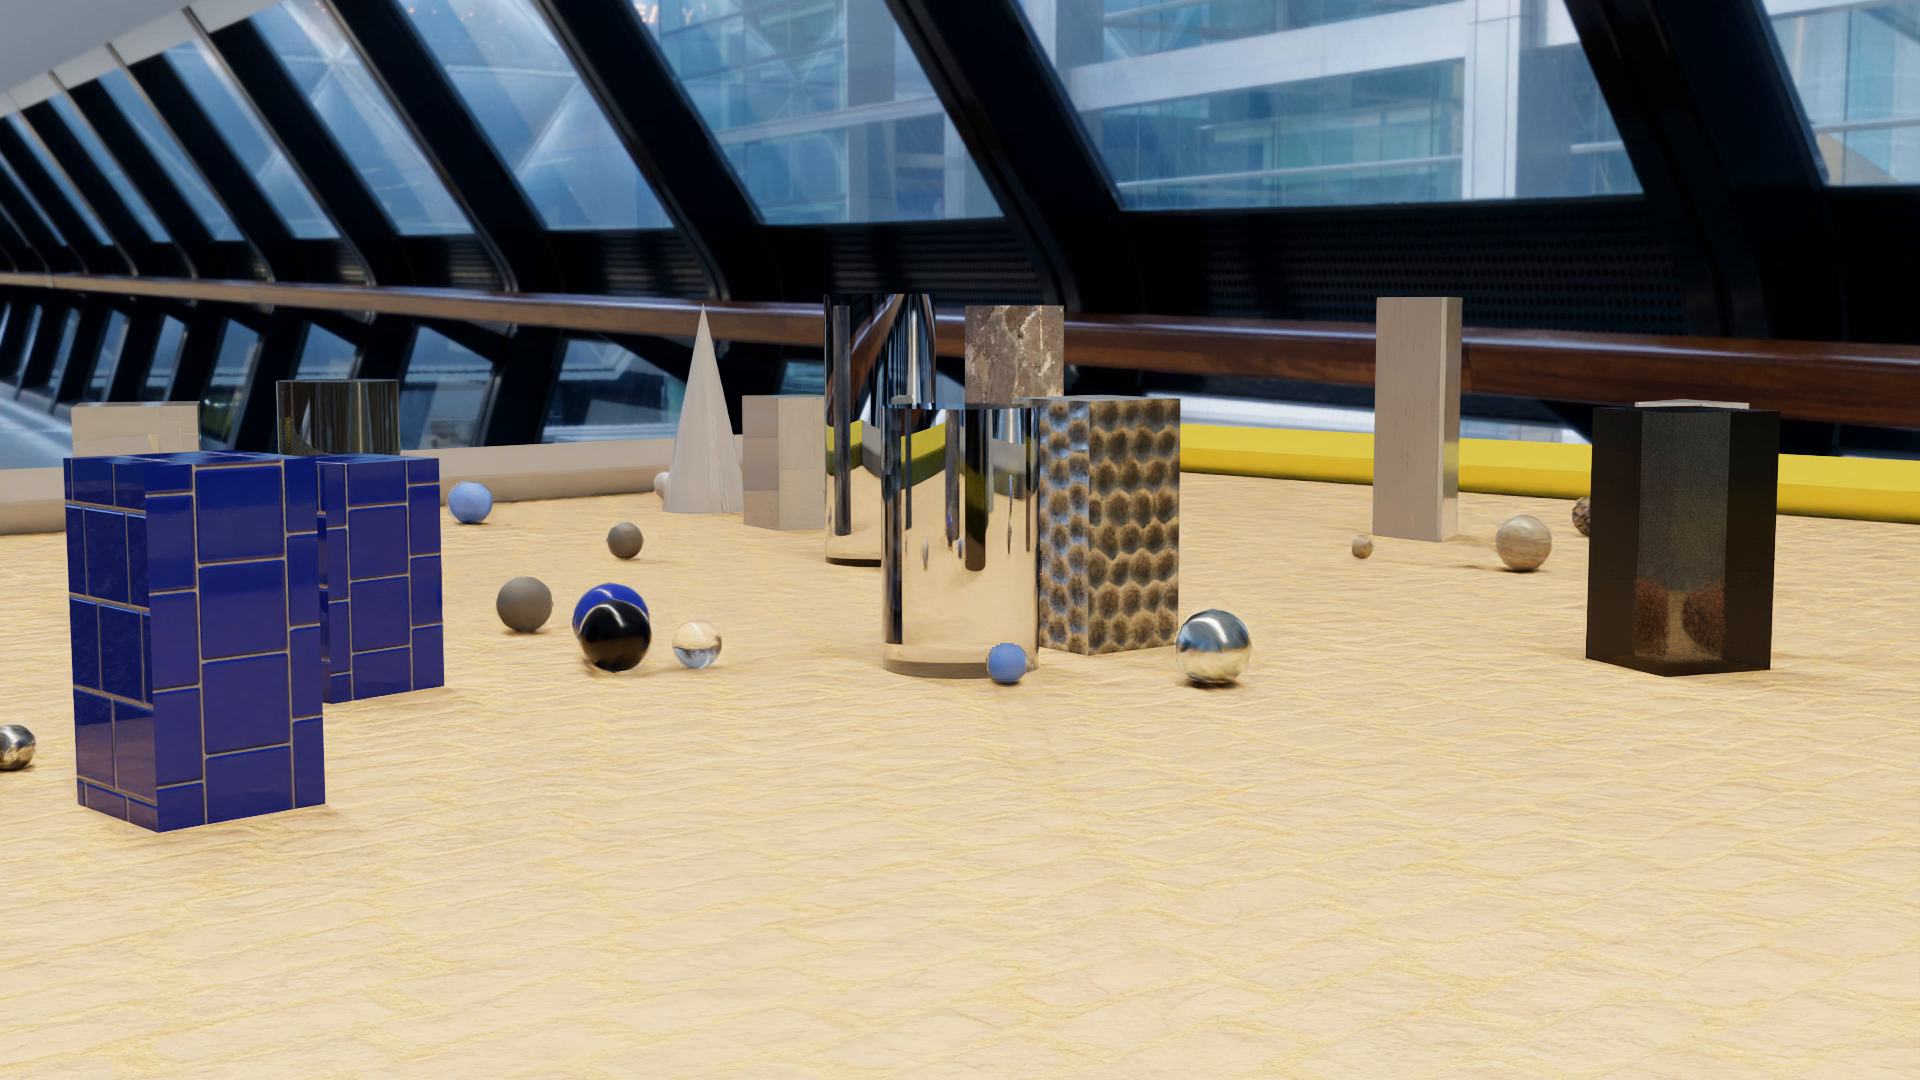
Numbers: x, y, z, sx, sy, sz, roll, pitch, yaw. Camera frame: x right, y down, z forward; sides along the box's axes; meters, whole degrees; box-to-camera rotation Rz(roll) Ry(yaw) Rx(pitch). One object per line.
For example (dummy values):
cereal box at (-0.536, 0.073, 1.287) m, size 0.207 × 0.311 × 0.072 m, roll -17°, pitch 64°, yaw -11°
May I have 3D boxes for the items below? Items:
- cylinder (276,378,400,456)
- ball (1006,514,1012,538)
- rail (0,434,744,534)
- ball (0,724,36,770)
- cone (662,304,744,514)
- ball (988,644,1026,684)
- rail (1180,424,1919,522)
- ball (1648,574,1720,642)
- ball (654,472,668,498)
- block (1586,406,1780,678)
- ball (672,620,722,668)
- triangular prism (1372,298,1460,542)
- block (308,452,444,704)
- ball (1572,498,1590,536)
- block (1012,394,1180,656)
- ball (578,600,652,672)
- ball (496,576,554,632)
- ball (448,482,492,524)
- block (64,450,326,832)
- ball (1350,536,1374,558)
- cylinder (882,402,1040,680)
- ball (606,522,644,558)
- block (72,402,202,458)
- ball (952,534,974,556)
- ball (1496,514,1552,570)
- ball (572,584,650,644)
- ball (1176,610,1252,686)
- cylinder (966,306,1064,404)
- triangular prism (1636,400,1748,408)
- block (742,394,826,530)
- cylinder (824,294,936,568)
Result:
cylinder at (-1.040, -0.104, 3.693) m, size 0.198 × 0.328 × 0.198 m, roll 0°, pitch 6°, yaw 0°
ball at (0.122, -0.026, 4.206) m, size 0.068 × 0.068 × 0.068 m, roll 0°, pitch 6°, yaw 0°
rail at (-1.379, -0.122, 4.818) m, size 4.714 × 0.128 × 0.045 m, roll -5°, pitch 8°, yaw -42°
ball at (-0.922, 0.201, 2.138) m, size 0.044 × 0.044 × 0.044 m, roll 0°, pitch 6°, yaw 0°
cone at (-0.570, -0.297, 4.904) m, size 0.198 × 0.461 × 0.198 m, roll 0°, pitch 6°, yaw 0°
ball at (0.057, 0.149, 2.634) m, size 0.046 × 0.046 × 0.046 m, roll 0°, pitch 6°, yaw 0°
rail at (1.715, -0.131, 4.906) m, size 0.045 × 0.128 × 4.113 m, roll -5°, pitch 8°, yaw -42°
ball at (0.972, 0.091, 2.956) m, size 0.093 × 0.093 × 0.093 m, roll 0°, pitch 6°, yaw 0°
ball at (-0.694, -0.129, 5.206) m, size 0.064 × 0.064 × 0.064 m, roll 0°, pitch 6°, yaw 0°
block at (0.906, -0.003, 2.763) m, size 0.158 × 0.322 × 0.158 m, roll -2°, pitch 6°, yaw -20°
ball at (-0.328, 0.130, 2.743) m, size 0.061 × 0.061 × 0.061 m, roll 0°, pitch 6°, yaw 0°
triangular prism at (0.931, -0.241, 4.325) m, size 0.148 × 0.470 × 0.171 m, roll -5°, pitch 7°, yaw -37°
block at (-0.725, 0.040, 2.591) m, size 0.158 × 0.271 × 0.158 m, roll 5°, pitch 8°, yaw 39°
ball at (1.253, -0.047, 4.363) m, size 0.076 × 0.076 × 0.076 m, roll 0°, pitch 6°, yaw 0°
block at (0.181, -0.025, 2.937) m, size 0.158 × 0.329 × 0.158 m, roll -5°, pitch 7°, yaw -37°
ball at (-0.425, 0.118, 2.714) m, size 0.090 × 0.090 × 0.090 m, roll 0°, pitch 6°, yaw 0°
ball at (-0.604, 0.089, 3.053) m, size 0.077 × 0.077 × 0.077 m, roll 0°, pitch 6°, yaw 0°
ball at (-1.022, -0.077, 4.592) m, size 0.089 × 0.089 × 0.089 m, roll 0°, pitch 6°, yaw 0°
block at (-0.687, 0.083, 1.975) m, size 0.158 × 0.314 × 0.158 m, roll 6°, pitch 8°, yaw 44°
ball at (0.723, 0.014, 3.954) m, size 0.040 × 0.040 × 0.040 m, roll 0°, pitch 6°, yaw 0°
cylinder at (0.000, -0.004, 2.746) m, size 0.198 × 0.327 × 0.198 m, roll 0°, pitch 6°, yaw 0°
ball at (-0.602, 0.001, 3.953) m, size 0.065 × 0.065 × 0.065 m, roll 0°, pitch 6°, yaw 0°
block at (-1.128, -0.029, 3.033) m, size 0.158 × 0.317 × 0.158 m, roll -2°, pitch 6°, yaw -18°
ball at (0.005, 0.008, 3.999) m, size 0.042 × 0.042 × 0.042 m, roll 0°, pitch 6°, yaw 0°
ball at (0.967, 0.005, 3.772) m, size 0.096 × 0.096 × 0.096 m, roll 0°, pitch 6°, yaw 0°
ball at (-0.445, 0.104, 2.809) m, size 0.098 × 0.098 × 0.098 m, roll 0°, pitch 6°, yaw 0°
ball at (0.302, 0.128, 2.620) m, size 0.091 × 0.091 × 0.091 m, roll 0°, pitch 6°, yaw 0°
cylinder at (0.109, -0.241, 4.405) m, size 0.198 × 0.454 × 0.198 m, roll 0°, pitch 6°, yaw 0°
triangular prism at (1.191, -0.080, 3.616) m, size 0.171 × 0.297 × 0.148 m, roll 1°, pitch 6°, yaw 13°
block at (-0.342, -0.163, 4.549) m, size 0.158 × 0.269 × 0.158 m, roll -4°, pitch 7°, yaw -33°
cylinder at (-0.141, -0.198, 3.900) m, size 0.198 × 0.474 × 0.198 m, roll 0°, pitch 6°, yaw 0°
